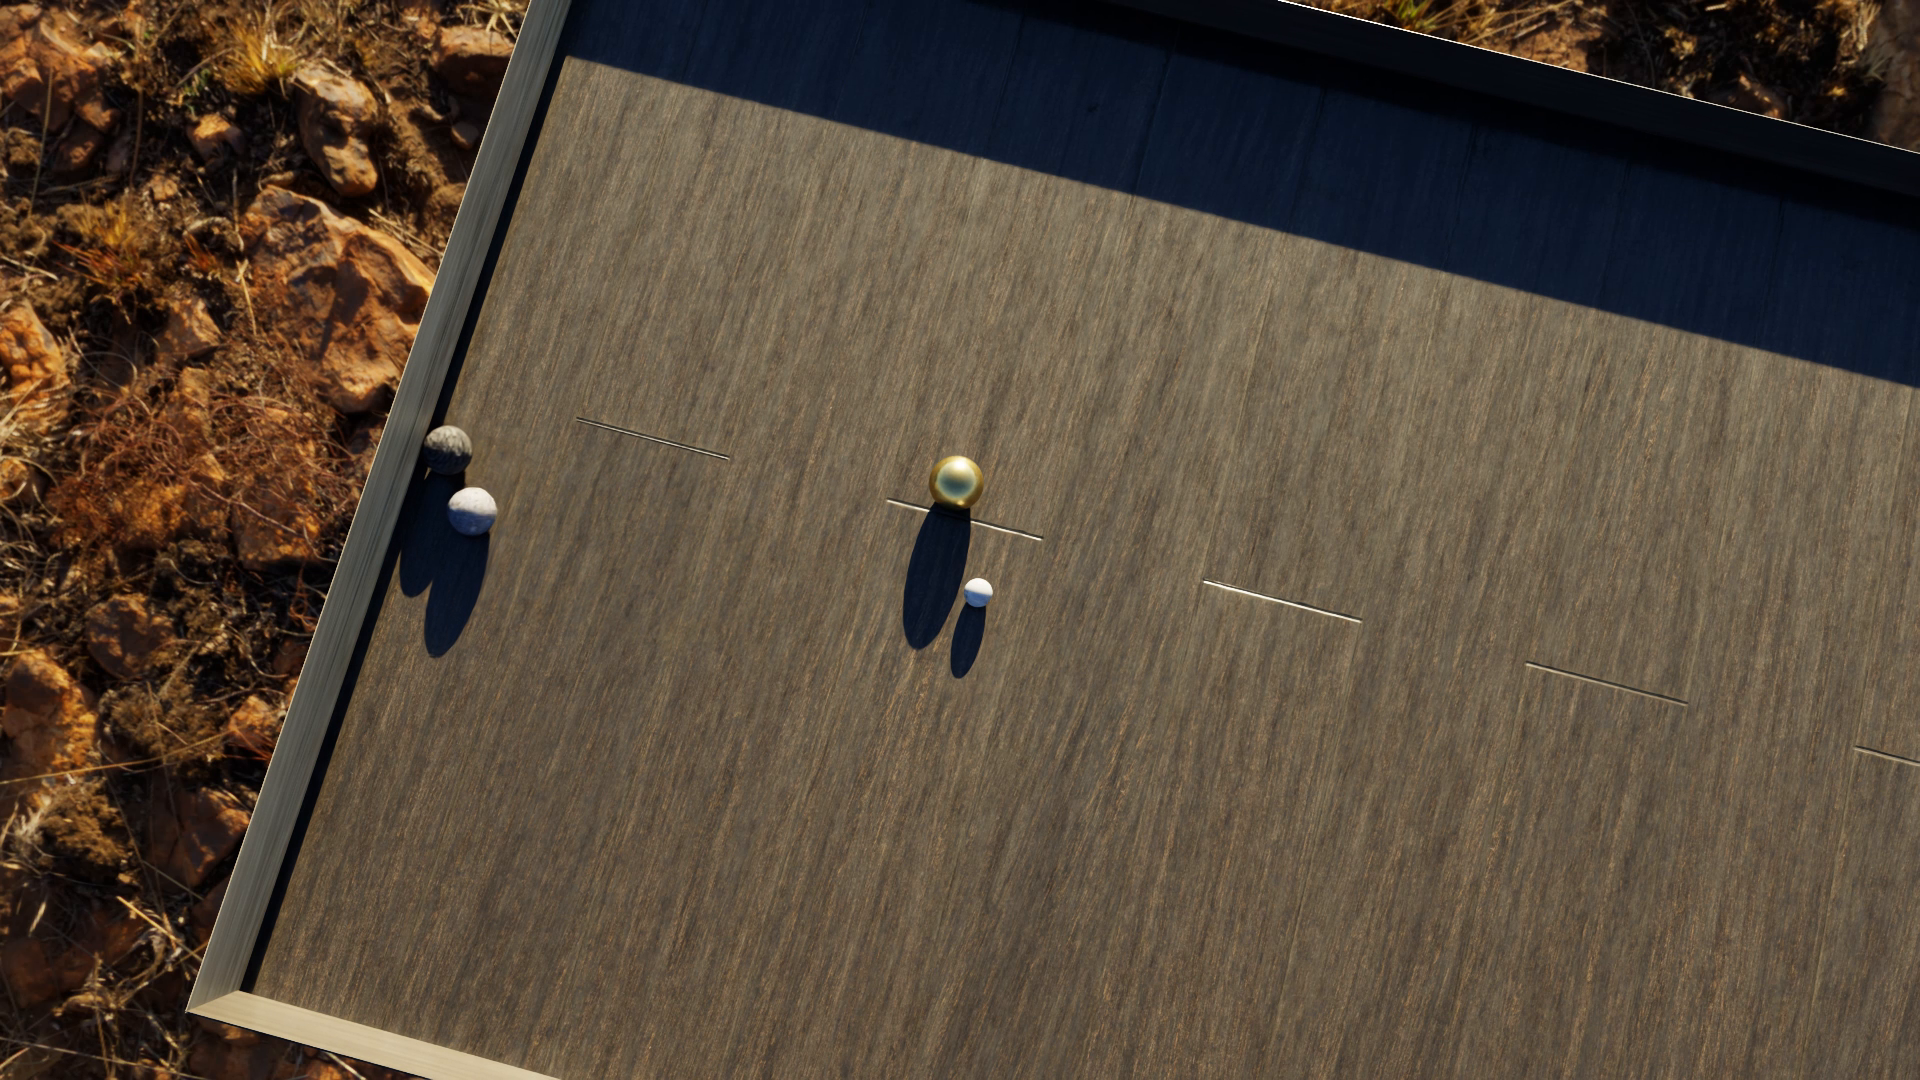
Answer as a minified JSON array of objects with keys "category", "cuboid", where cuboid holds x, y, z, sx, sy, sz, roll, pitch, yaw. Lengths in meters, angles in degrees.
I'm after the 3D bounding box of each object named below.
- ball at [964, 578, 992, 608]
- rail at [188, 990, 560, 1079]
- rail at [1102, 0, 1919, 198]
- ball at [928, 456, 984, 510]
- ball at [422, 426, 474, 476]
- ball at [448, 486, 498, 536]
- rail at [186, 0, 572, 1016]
[{"category":"ball","cuboid":[0.027,0.080,3.324,0.044,0.044,0.044,0,76,0]},{"category":"rail","cuboid":[0.605,1.089,3.041,3.494,0.109,0.045,14,77,4]},{"category":"rail","cuboid":[1.084,-0.665,3.472,3.494,0.109,0.045,14,77,4]},{"category":"ball","cuboid":[-0.006,-0.086,3.344,0.084,0.084,0.084,0,76,0]},{"category":"ball","cuboid":[-0.783,-0.137,3.361,0.076,0.076,0.076,0,76,0]},{"category":"ball","cuboid":[-0.741,-0.044,3.338,0.074,0.074,0.074,0,76,0]},{"category":"rail","cuboid":[-0.822,-0.217,3.362,0.045,0.109,1.916,14,77,4]}]
